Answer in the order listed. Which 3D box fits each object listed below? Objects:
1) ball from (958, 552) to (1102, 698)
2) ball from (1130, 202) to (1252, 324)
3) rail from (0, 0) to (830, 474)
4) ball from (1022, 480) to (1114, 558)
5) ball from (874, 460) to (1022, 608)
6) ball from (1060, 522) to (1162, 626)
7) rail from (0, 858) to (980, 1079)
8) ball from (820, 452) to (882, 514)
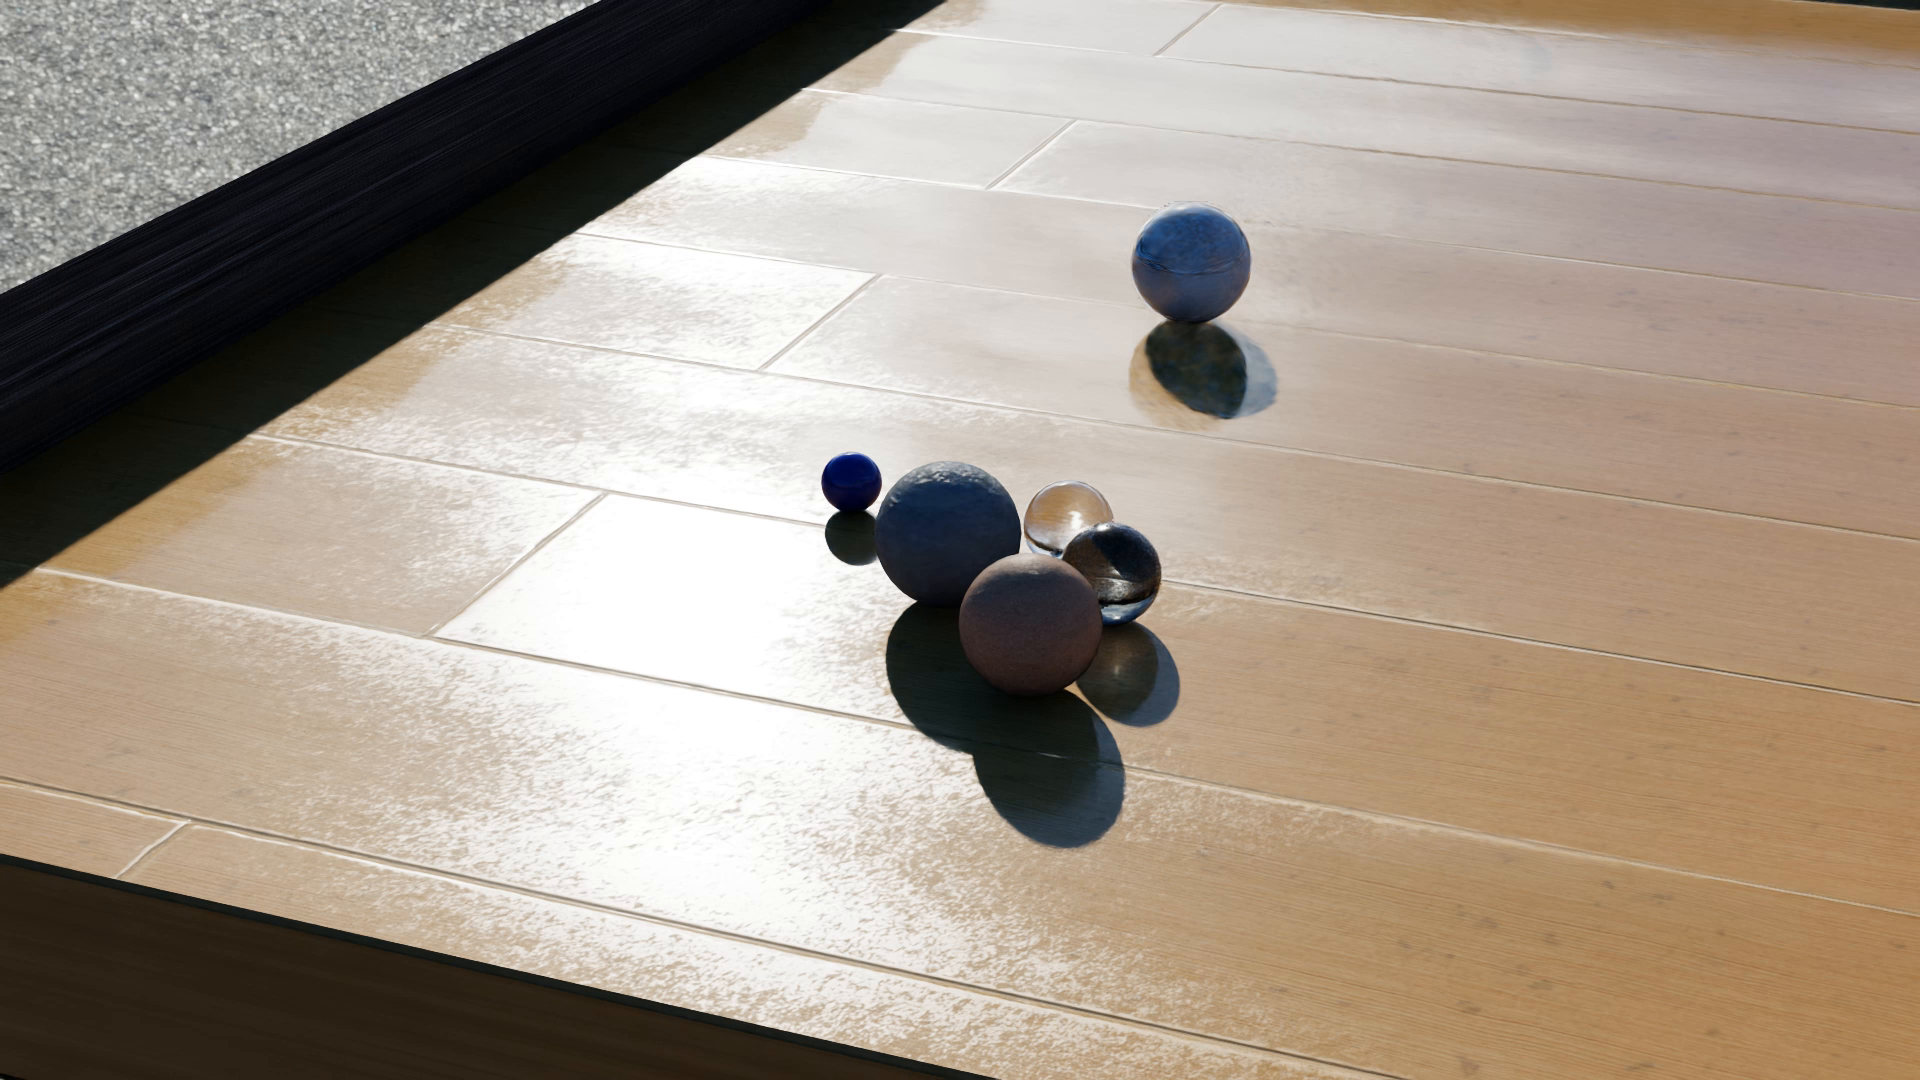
[{"bbox_3d":[0.043,0.051,1.784,0.088,0.088,0.088,0,24,0],"label":"ball"},{"bbox_3d":[0.187,-0.224,2.378,0.098,0.098,0.098,0,24,0],"label":"ball"},{"bbox_3d":[-0.389,-0.394,2.715,0.045,0.127,2.745,9,26,19],"label":"rail"},{"bbox_3d":[0.072,-0.009,1.950,0.061,0.061,0.061,0,24,0],"label":"ball"},{"bbox_3d":[-0.008,-0.004,1.896,0.095,0.095,0.095,0,24,0],"label":"ball"},{"bbox_3d":[0.095,0.022,1.875,0.066,0.066,0.066,0,24,0],"label":"ball"},{"bbox_3d":[-0.242,0.228,1.344,1.420,0.127,0.045,9,26,19],"label":"rail"},{"bbox_3d":[-0.075,-0.040,2.039,0.043,0.043,0.043,0,24,0],"label":"ball"}]
